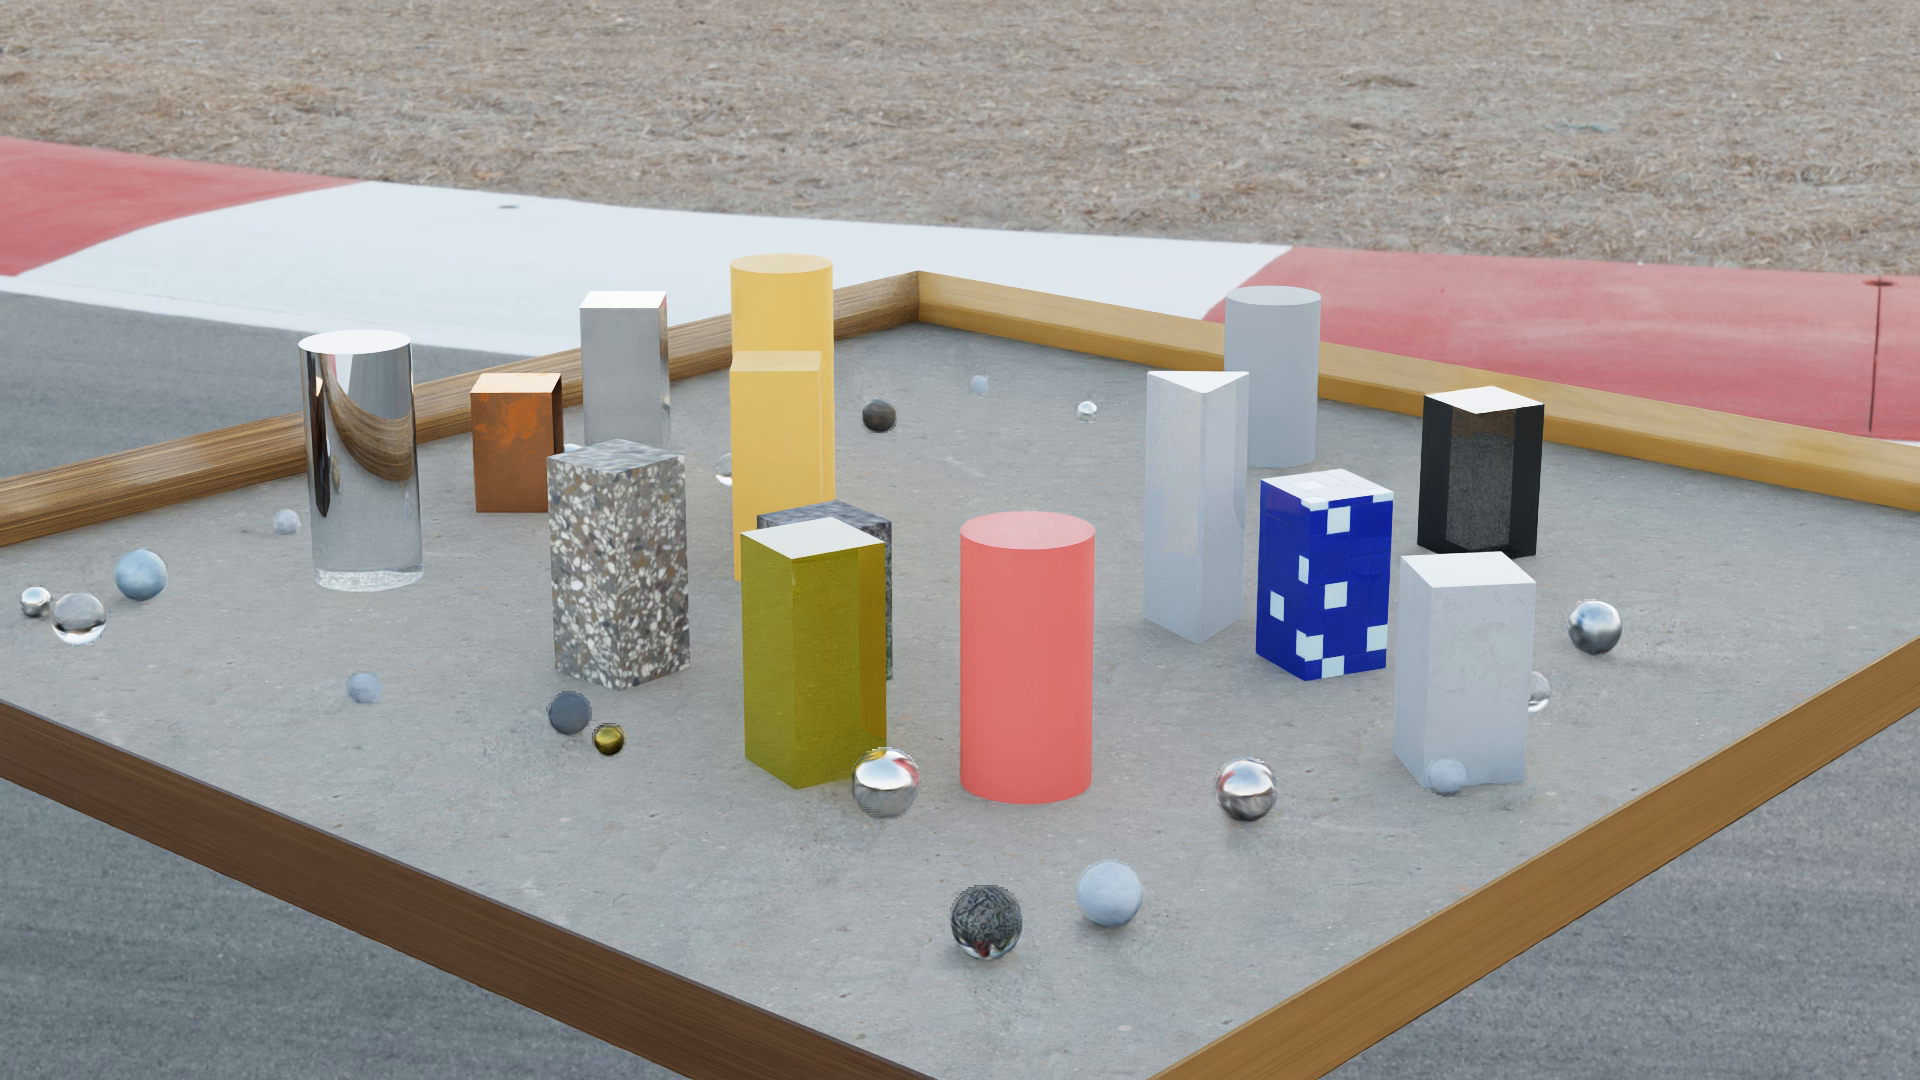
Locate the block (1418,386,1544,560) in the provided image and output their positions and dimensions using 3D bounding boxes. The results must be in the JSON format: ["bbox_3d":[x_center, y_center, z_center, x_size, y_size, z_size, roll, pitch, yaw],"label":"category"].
[{"bbox_3d":[0.947,-0.118,5.342,0.154,0.284,0.154,-8,19,-26],"label":"block"}]

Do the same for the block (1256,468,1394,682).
[{"bbox_3d":[0.589,0.055,4.749,0.154,0.296,0.154,-8,18,-24],"label":"block"}]

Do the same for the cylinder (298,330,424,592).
[{"bbox_3d":[-1.055,-0.142,5.174,0.192,0.427,0.192,0,17,0],"label":"cylinder"}]

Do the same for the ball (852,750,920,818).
[{"bbox_3d":[-0.105,0.344,4.137,0.096,0.096,0.096,0,17,0],"label":"ball"}]

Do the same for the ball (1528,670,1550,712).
[{"bbox_3d":[0.884,0.235,4.552,0.065,0.065,0.065,0,17,0],"label":"ball"}]

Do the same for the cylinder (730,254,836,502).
[{"bbox_3d":[-0.336,-0.291,5.577,0.192,0.479,0.192,0,17,0],"label":"cylinder"}]

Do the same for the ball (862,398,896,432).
[{"bbox_3d":[-0.171,-0.263,6.189,0.073,0.073,0.073,0,17,0],"label":"ball"}]

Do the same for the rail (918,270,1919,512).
[{"bbox_3d":[1.027,-0.311,6.253,3.033,0.125,0.045,14,22,39],"label":"rail"}]

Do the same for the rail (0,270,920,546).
[{"bbox_3d":[-1.127,-0.252,6.057,0.045,0.125,3.180,14,22,39],"label":"rail"}]

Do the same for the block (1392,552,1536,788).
[{"bbox_3d":[0.735,0.188,4.292,0.154,0.305,0.154,-3,17,-8],"label":"block"}]

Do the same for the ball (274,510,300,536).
[{"bbox_3d":[-1.255,-0.033,5.470,0.048,0.048,0.048,0,17,0],"label":"ball"}]

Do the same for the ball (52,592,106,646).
[{"bbox_3d":[-1.460,0.130,4.859,0.088,0.088,0.088,0,17,0],"label":"ball"}]

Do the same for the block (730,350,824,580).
[{"bbox_3d":[-0.324,-0.133,5.223,0.154,0.382,0.154,0,17,0],"label":"block"}]

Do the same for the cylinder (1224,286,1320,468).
[{"bbox_3d":[0.633,-0.334,5.971,0.192,0.334,0.192,0,17,0],"label":"cylinder"}]

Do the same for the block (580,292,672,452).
[{"bbox_3d":[-0.664,-0.305,5.841,0.154,0.355,0.154,0,17,1],"label":"block"}]

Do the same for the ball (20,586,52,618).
[{"bbox_3d":[-1.575,0.106,4.998,0.054,0.054,0.054,0,17,0],"label":"ball"}]

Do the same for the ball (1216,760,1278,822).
[{"bbox_3d":[0.403,0.353,4.123,0.088,0.088,0.088,0,17,0],"label":"ball"}]

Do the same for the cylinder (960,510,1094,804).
[{"bbox_3d":[0.096,0.168,4.229,0.192,0.381,0.192,0,17,0],"label":"cylinder"}]

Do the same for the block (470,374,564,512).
[{"bbox_3d":[-0.851,-0.188,5.656,0.154,0.237,0.154,0,17,0],"label":"block"}]

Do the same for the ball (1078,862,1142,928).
[{"bbox_3d":[0.194,0.457,3.783,0.084,0.084,0.084,0,17,0],"label":"ball"}]

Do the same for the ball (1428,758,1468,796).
[{"bbox_3d":[0.702,0.341,4.221,0.055,0.055,0.055,0,17,0],"label":"ball"}]

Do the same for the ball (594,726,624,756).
[{"bbox_3d":[-0.524,0.299,4.374,0.045,0.045,0.045,0,17,0],"label":"ball"}]

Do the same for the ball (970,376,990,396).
[{"bbox_3d":[0.043,-0.343,6.505,0.044,0.044,0.044,0,17,0],"label":"ball"}]

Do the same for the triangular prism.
[{"bbox_3d":[0.376,-0.065,4.917,0.144,0.428,0.166,10,19,29],"label":"triangular prism"}]

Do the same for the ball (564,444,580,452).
[{"bbox_3d":[-0.776,-0.157,5.844,0.069,0.069,0.069,0,17,0],"label":"ball"}]

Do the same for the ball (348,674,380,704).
[{"bbox_3d":[-0.933,0.233,4.589,0.048,0.048,0.048,0,17,0],"label":"ball"}]

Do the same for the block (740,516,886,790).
[{"bbox_3d":[-0.214,0.164,4.296,0.154,0.350,0.154,-10,20,-31],"label":"block"}]

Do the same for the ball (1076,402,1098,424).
[{"bbox_3d":[0.272,-0.273,6.267,0.046,0.046,0.046,0,17,0],"label":"ball"}]

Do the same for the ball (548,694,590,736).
[{"bbox_3d":[-0.593,0.265,4.456,0.063,0.063,0.063,0,17,0],"label":"ball"}]

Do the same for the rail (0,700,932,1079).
[{"bbox_3d":[-1.027,0.373,3.988,3.033,0.125,0.045,14,22,39],"label":"rail"}]

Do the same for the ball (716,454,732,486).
[{"bbox_3d":[-0.452,-0.139,5.792,0.064,0.064,0.064,0,17,0],"label":"ball"}]

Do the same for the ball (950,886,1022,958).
[{"bbox_3d":[0.034,0.482,3.691,0.090,0.090,0.090,0,17,0],"label":"ball"}]

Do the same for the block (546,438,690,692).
[{"bbox_3d":[-0.546,0.038,4.700,0.154,0.358,0.154,14,22,38],"label":"block"}]

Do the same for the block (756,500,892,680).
[{"bbox_3d":[-0.215,0.092,4.680,0.154,0.264,0.154,-12,21,-35],"label":"block"}]

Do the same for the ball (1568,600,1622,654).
[{"bbox_3d":[1.042,0.144,4.814,0.089,0.089,0.089,0,17,0],"label":"ball"}]

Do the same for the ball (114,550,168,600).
[{"bbox_3d":[-1.422,0.061,5.088,0.088,0.088,0.088,0,17,0],"label":"ball"}]

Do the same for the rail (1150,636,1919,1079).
[{"bbox_3d":[1.127,0.314,4.183,0.045,0.125,3.180,14,22,39],"label":"rail"}]
